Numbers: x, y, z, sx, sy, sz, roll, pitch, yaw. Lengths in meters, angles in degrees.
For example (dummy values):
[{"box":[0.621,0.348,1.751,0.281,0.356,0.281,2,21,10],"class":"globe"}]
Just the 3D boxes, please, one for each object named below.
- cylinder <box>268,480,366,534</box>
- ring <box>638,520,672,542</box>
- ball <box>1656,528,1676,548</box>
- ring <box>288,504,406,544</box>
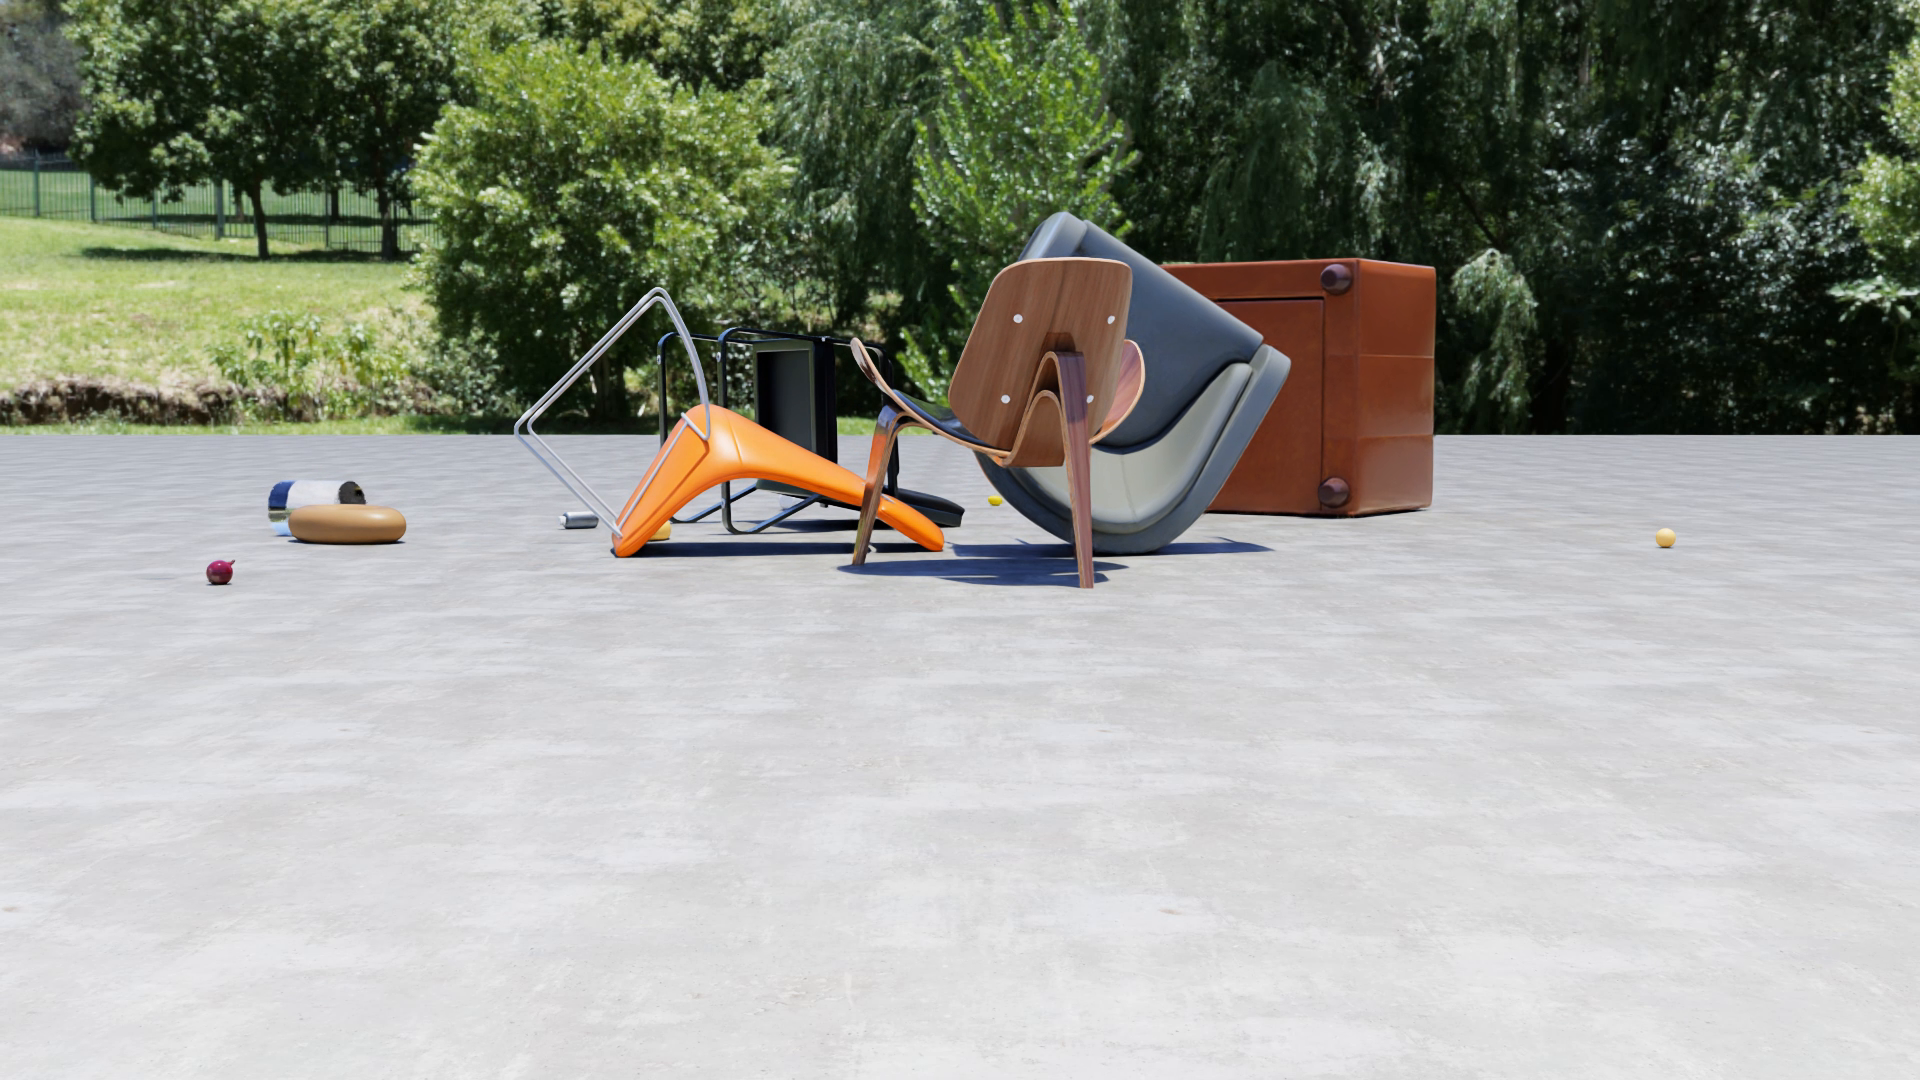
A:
[{"box":[-1.972,-0.098,6.751,0.230,0.169,0.178,1,0,17],"class":"cylinder"},{"box":[-0.913,-0.029,6.564,0.095,0.057,0.213,-2,3,3],"class":"ring"},{"box":[1.997,-0.005,6.223,0.055,0.055,0.055,0,4,0],"class":"ball"},{"box":[-1.803,-0.046,6.468,0.413,0.104,0.266,3,6,33],"class":"ring"}]
